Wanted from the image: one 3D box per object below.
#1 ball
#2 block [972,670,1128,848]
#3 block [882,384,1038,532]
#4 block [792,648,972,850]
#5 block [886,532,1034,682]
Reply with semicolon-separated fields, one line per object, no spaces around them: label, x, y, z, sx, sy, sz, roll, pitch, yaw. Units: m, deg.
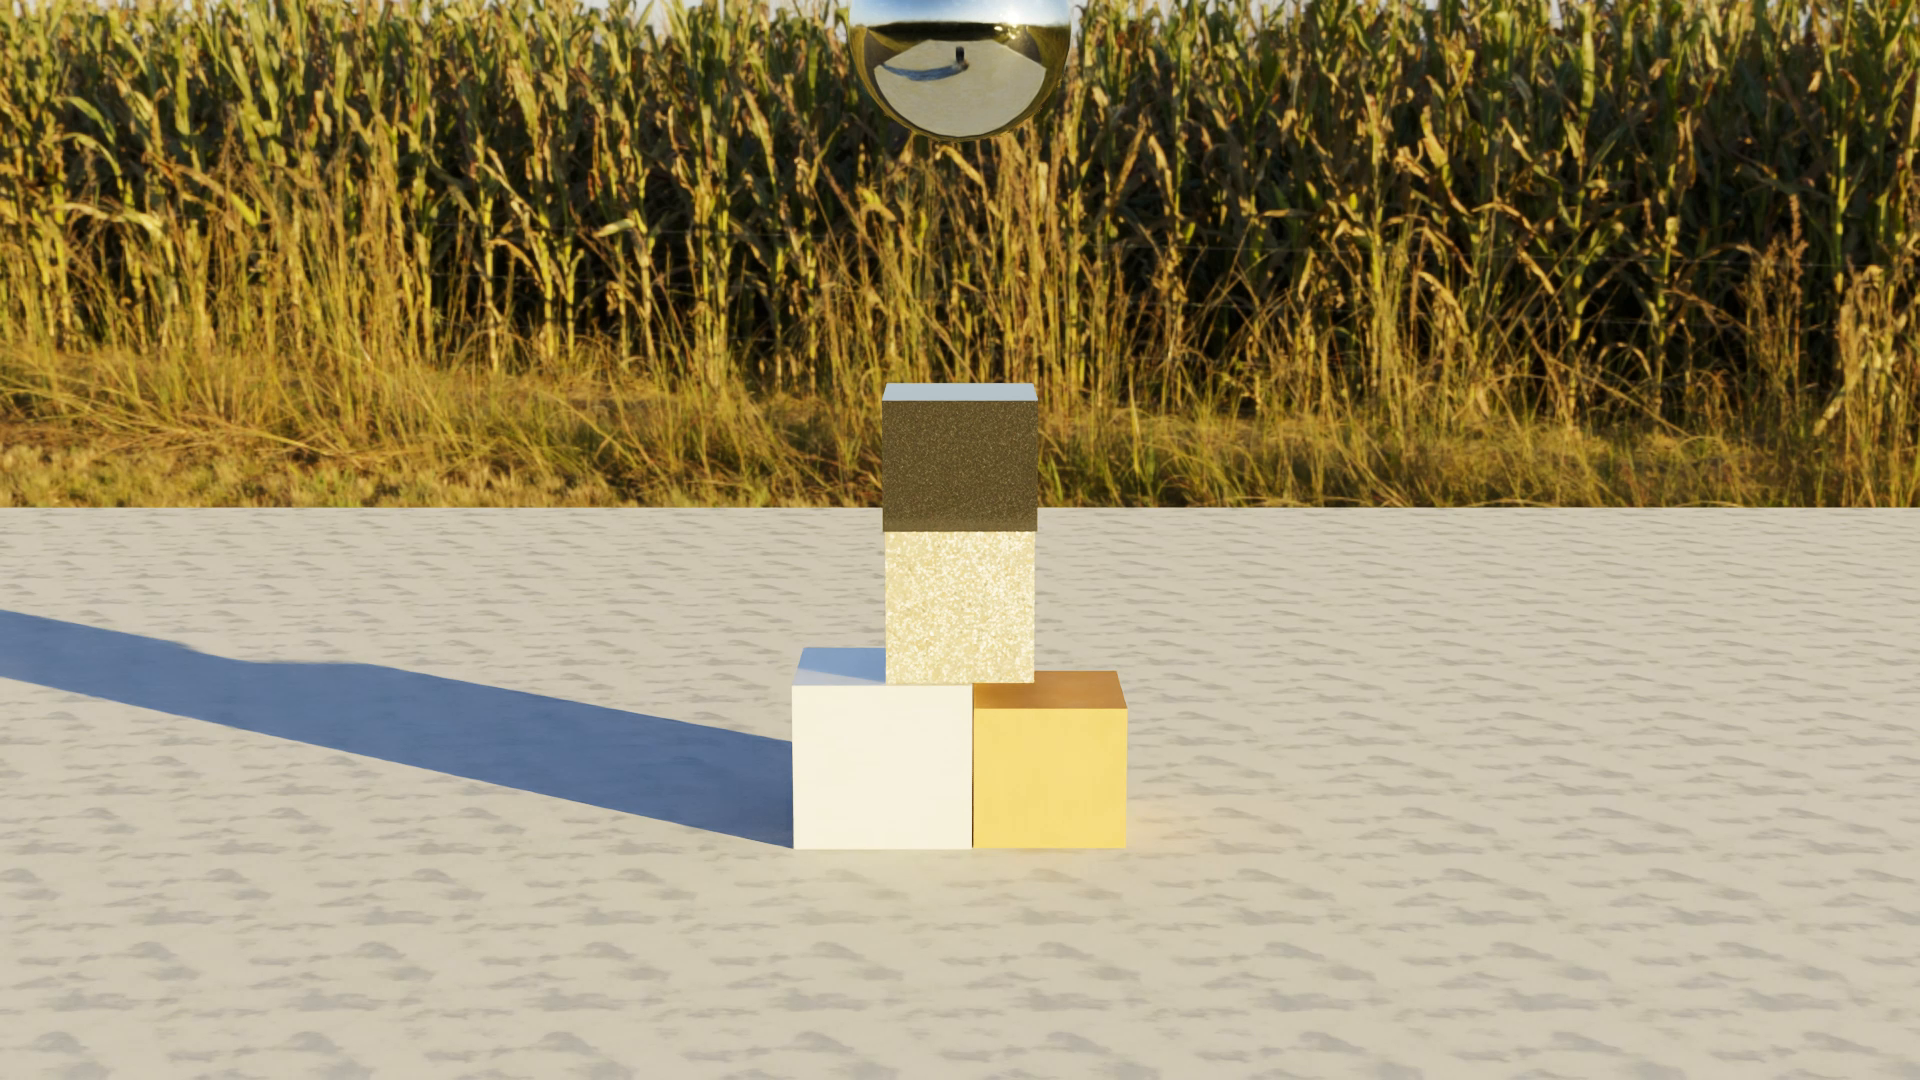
ball;0.000;-3.661;15.754;1.600;1.600;1.600;0;10;0
block;0.450;1.122;11.381;0.764;0.721;0.799;0;10;0
block;0.000;-0.427;11.103;0.759;0.647;0.760;0;10;0
block;-0.387;1.062;11.366;0.890;0.843;0.828;0;10;0
block;0.000;0.271;11.219;0.735;0.767;0.701;0;10;0
